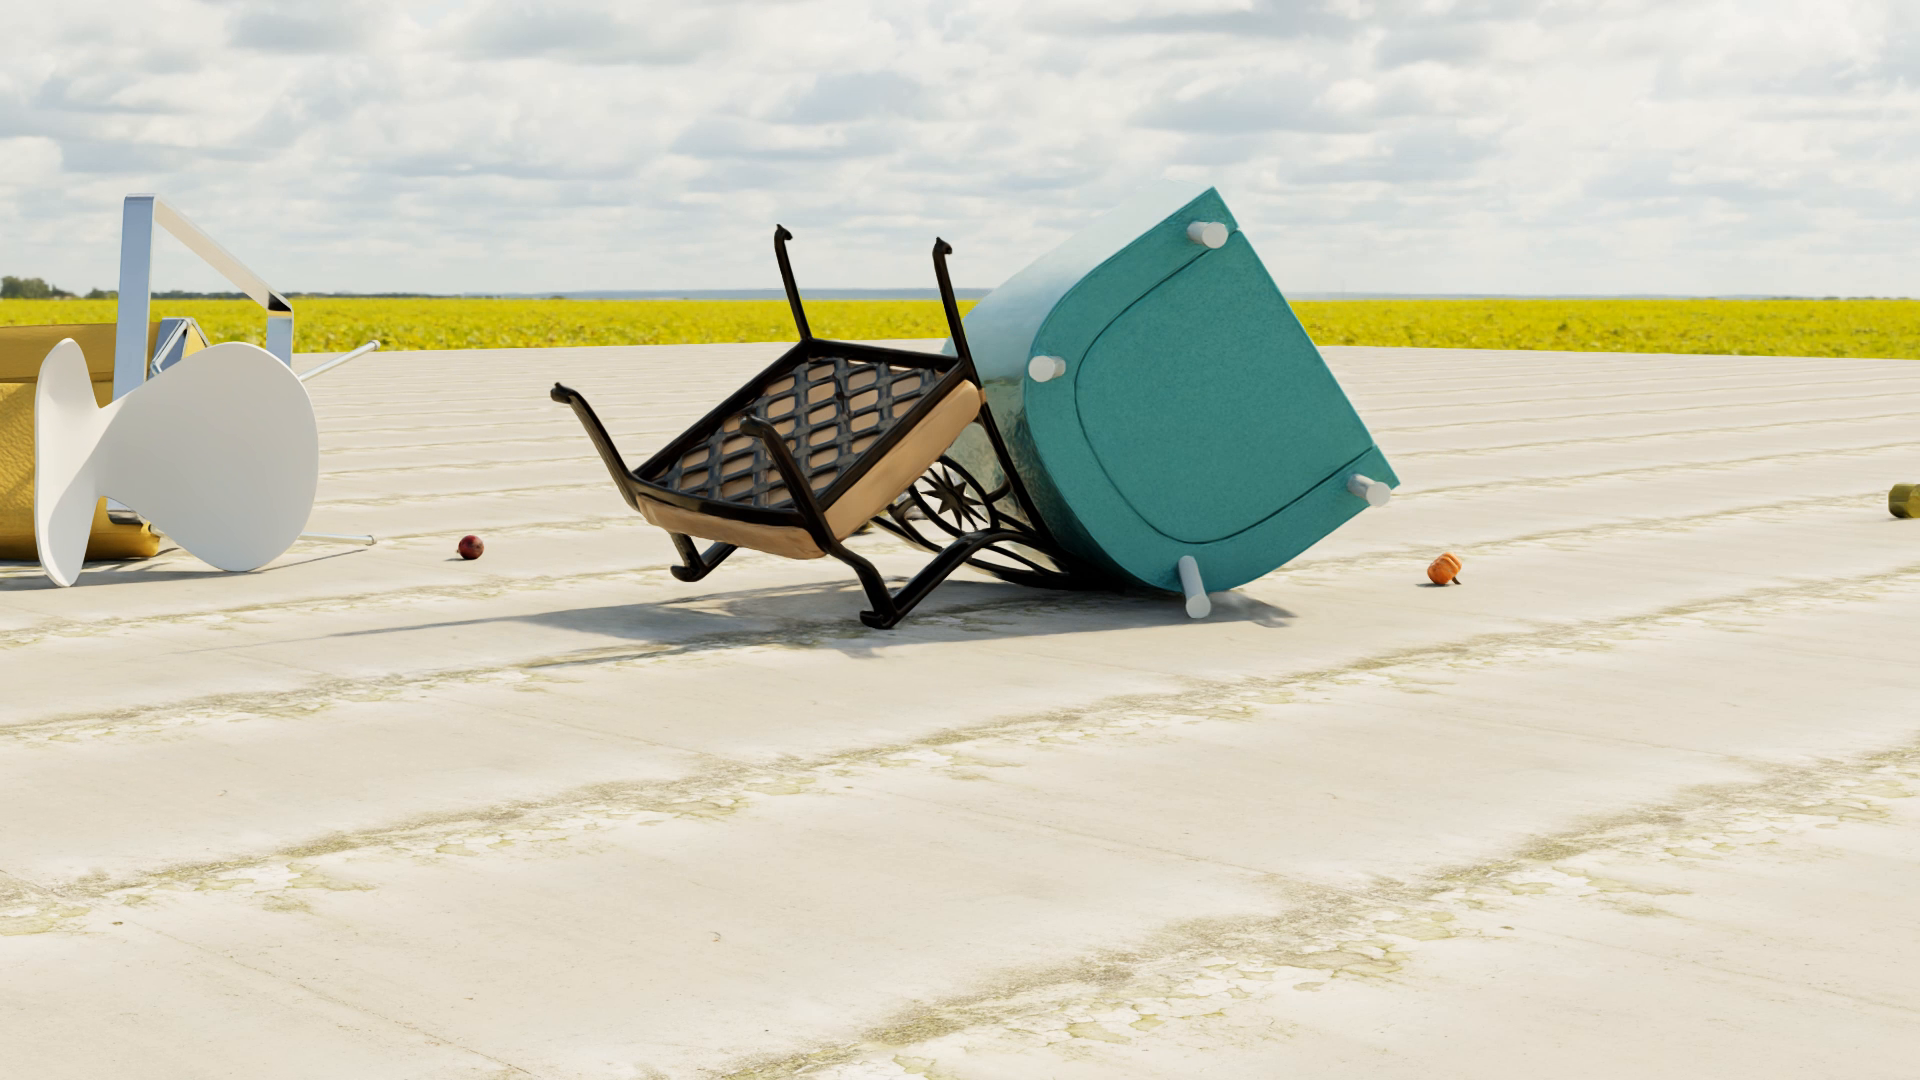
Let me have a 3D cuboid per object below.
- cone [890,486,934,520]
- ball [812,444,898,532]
[{"bbox_3d":[-0.117,-0.078,6.942,0.109,0.102,0.133,24,-2,-14],"label":"cone"},{"bbox_3d":[-0.271,-0.133,6.607,0.225,0.225,0.225,0,6,0],"label":"ball"}]
